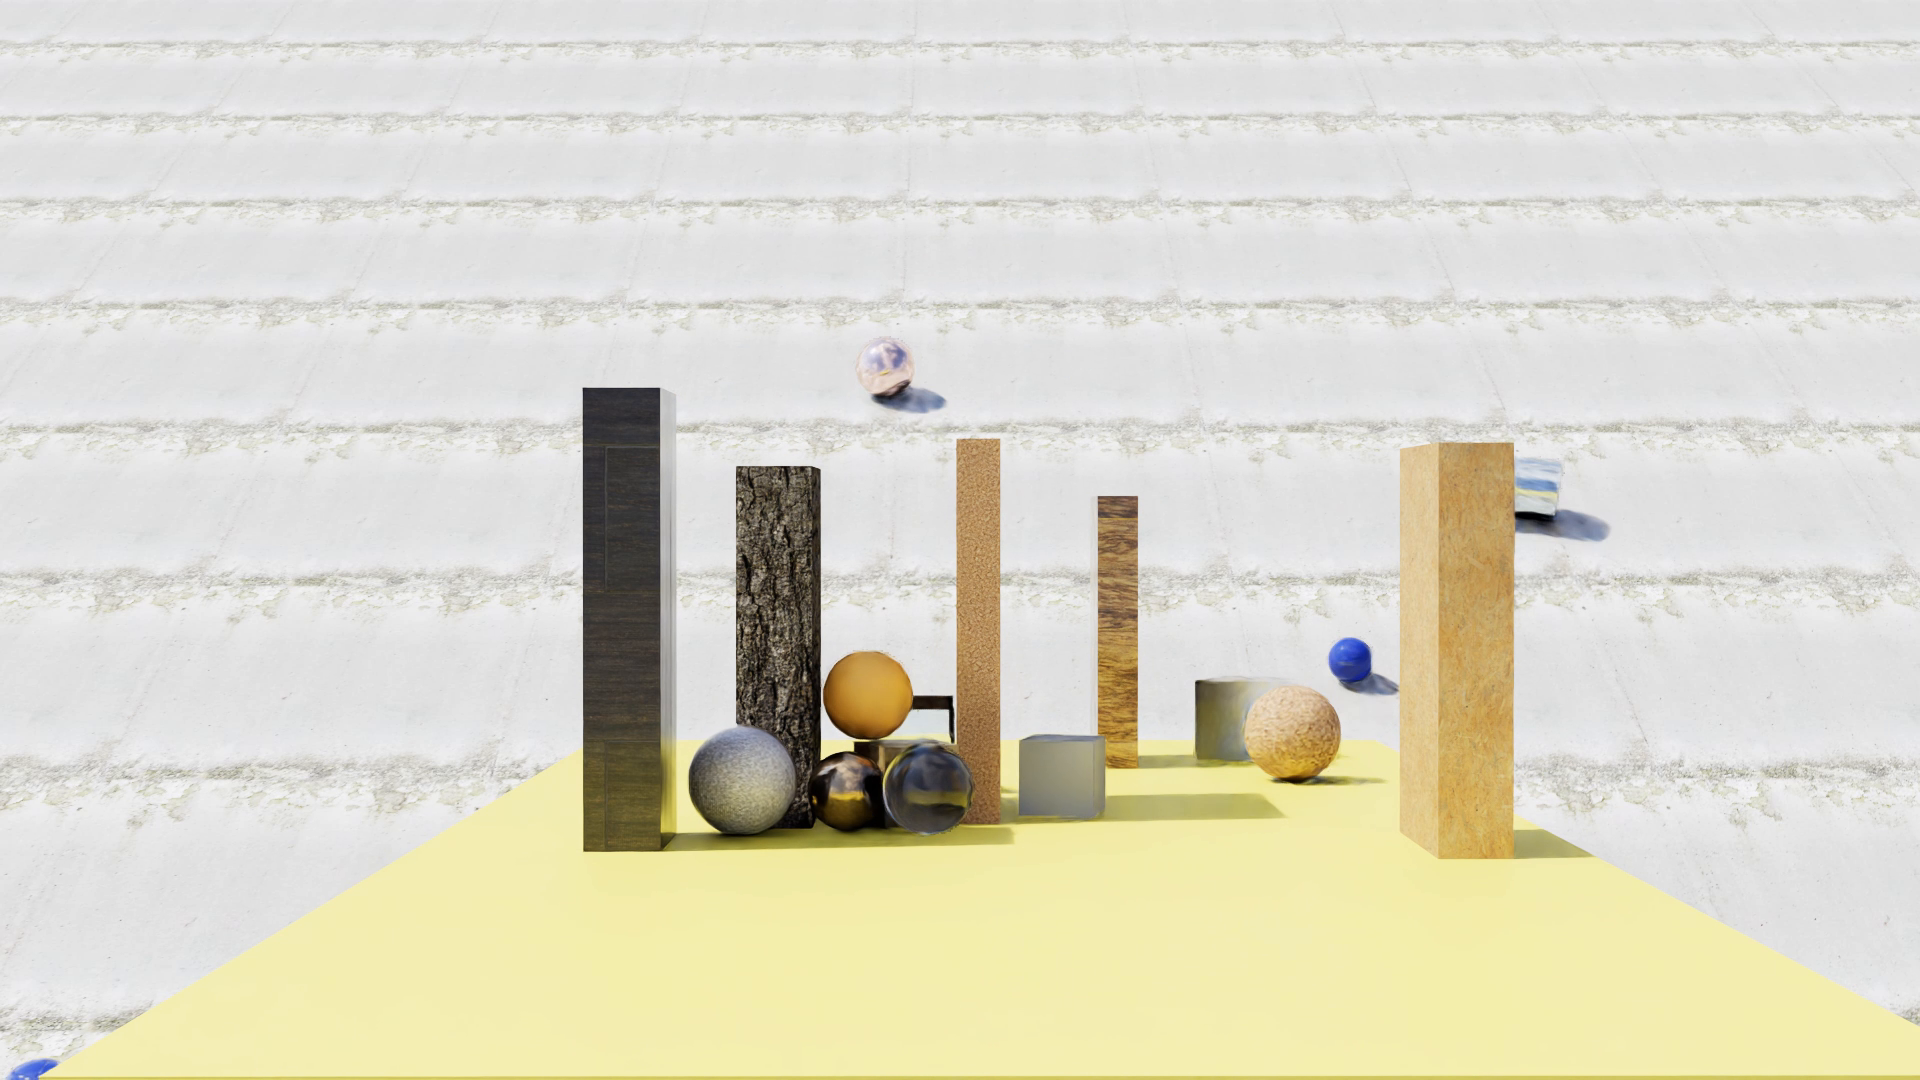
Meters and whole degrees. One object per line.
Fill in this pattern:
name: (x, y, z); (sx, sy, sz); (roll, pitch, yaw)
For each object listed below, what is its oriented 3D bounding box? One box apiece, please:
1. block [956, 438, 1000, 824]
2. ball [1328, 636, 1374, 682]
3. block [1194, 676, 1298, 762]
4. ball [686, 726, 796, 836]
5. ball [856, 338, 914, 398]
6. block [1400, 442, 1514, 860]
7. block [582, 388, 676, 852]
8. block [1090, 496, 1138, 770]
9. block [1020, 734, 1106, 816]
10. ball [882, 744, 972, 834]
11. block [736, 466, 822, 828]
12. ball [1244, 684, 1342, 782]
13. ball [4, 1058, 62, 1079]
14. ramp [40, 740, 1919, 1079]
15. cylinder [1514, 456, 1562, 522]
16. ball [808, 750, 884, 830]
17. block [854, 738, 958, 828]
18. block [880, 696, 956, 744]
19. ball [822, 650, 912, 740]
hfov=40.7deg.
block: (0.034, 0.167, 5.013); (0.082, 0.715, 0.448); (0, 0, 0)
ball: (1.060, 0.325, 7.018); (0.124, 0.124, 0.124); (0, 29, 0)
block: (0.679, 0.423, 6.126); (0.186, 0.186, 0.186); (0, 1, 28)
ball: (-0.391, 0.431, 4.625); (0.195, 0.195, 0.195); (0, 29, 0)
ball: (-0.248, -0.572, 8.583); (0.197, 0.197, 0.197); (0, 29, 0)
block: (0.856, 0.183, 4.477); (0.125, 0.692, 0.375); (0, 0, 0)
block: (-0.575, 0.134, 4.516); (0.132, 0.789, 0.251); (0, 0, 0)
block: (0.357, 0.208, 6.007); (0.091, 0.618, 0.325); (0, 0, 0)
block: (0.199, 0.453, 4.991); (0.143, 0.143, 0.143); (0, 0, 12)
ball: (-0.059, 0.447, 4.637); (0.162, 0.162, 0.162); (0, 29, 0)
block: (-0.340, 0.195, 4.880); (0.139, 0.663, 0.320); (0, 0, 0)
ball: (0.717, 0.416, 5.572); (0.208, 0.208, 0.208); (0, 29, 0)
ball: (-1.923, 1.175, 5.409); (0.178, 0.178, 0.178); (0, 29, 0)
ramp: (0.064, 0.578, 4.623); (2.000, 0.100, 4.000); (0, 0, 0)
cylinder: (1.717, -0.157, 7.827); (0.186, 0.186, 0.186); (8, 30, 15)
ball: (-0.205, 0.455, 4.692); (0.145, 0.145, 0.145); (0, 29, 0)
block: (-0.101, 0.452, 4.817); (0.149, 0.149, 0.149); (0, 0, -25)
block: (-0.096, 0.420, 5.362); (0.156, 0.156, 0.156); (0, 70, -6)
ball: (-0.174, 0.293, 4.871); (0.170, 0.170, 0.170); (0, 29, 0)
